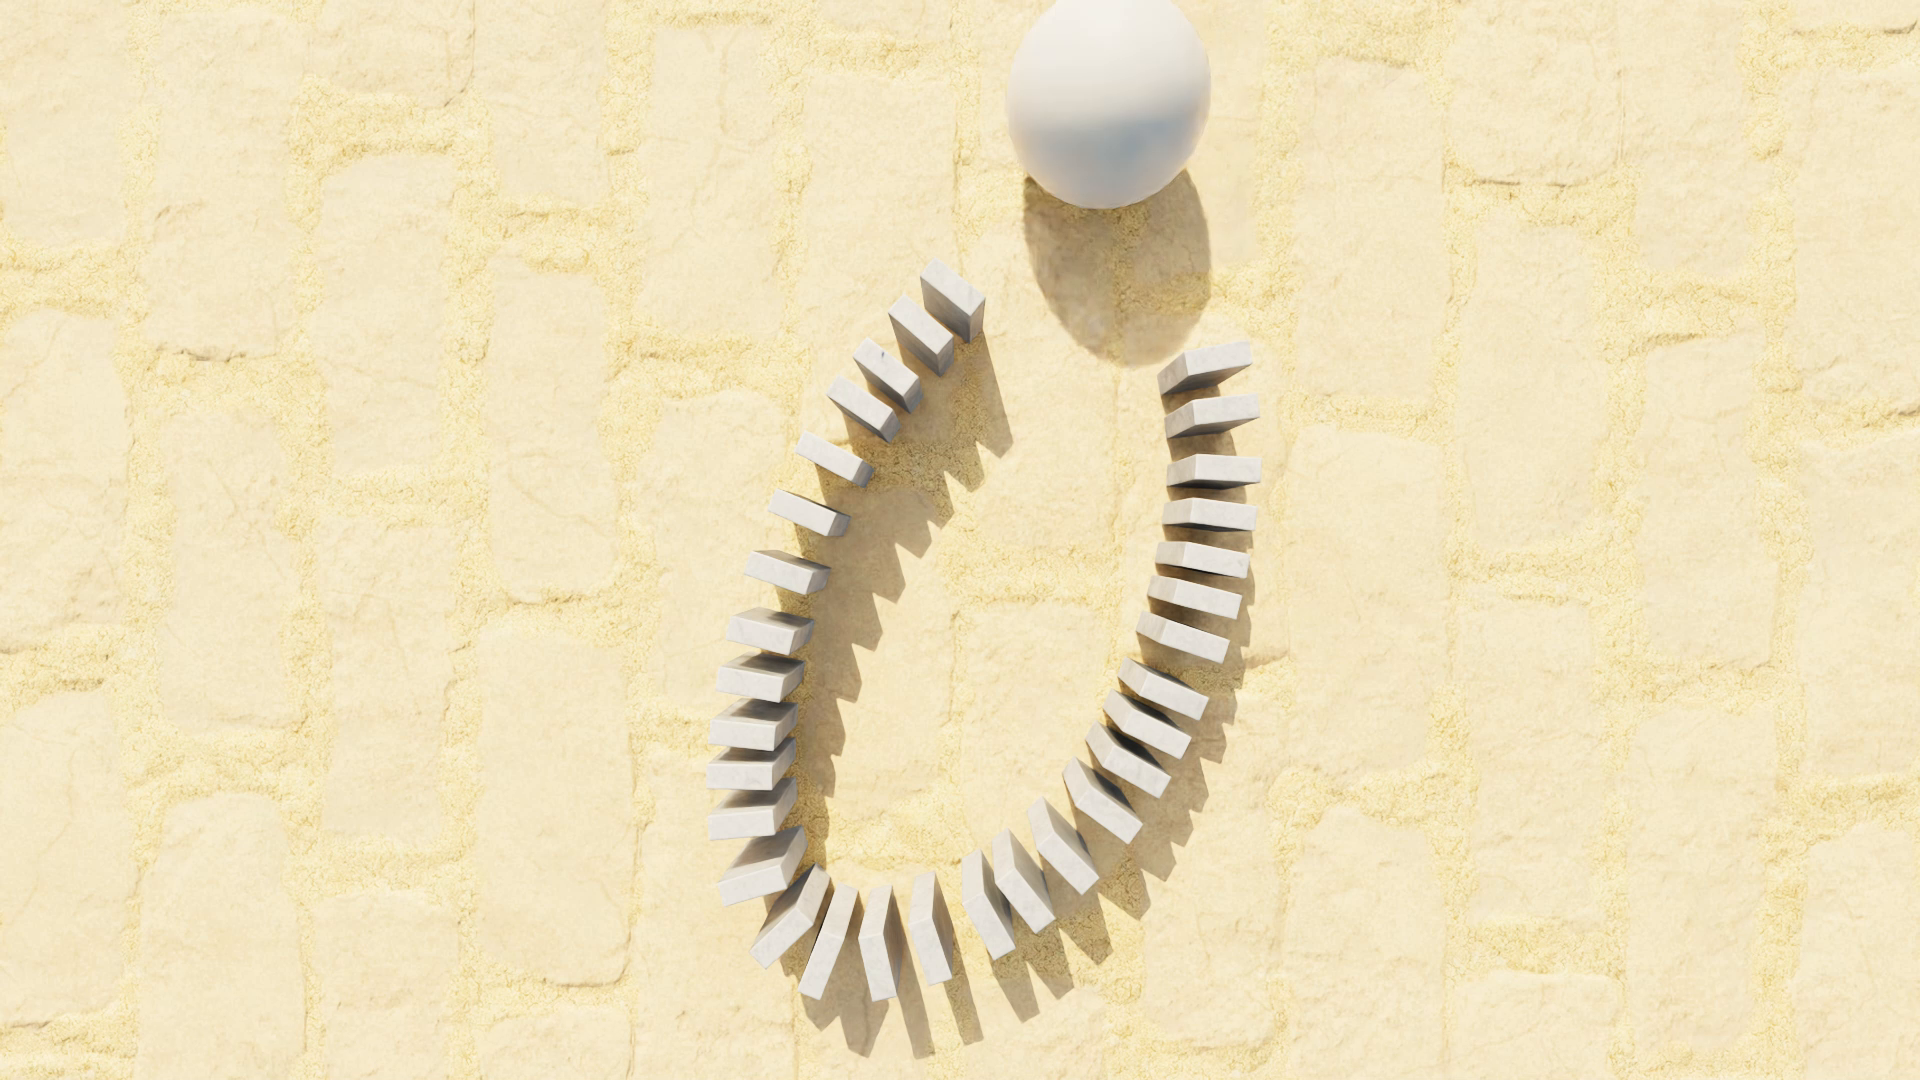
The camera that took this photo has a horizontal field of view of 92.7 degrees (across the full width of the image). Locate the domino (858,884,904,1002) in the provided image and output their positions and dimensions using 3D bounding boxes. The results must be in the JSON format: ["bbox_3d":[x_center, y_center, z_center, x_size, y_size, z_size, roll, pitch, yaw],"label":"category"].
[{"bbox_3d":[-0.031,0.163,0.375,0.010,0.050,0.025,-13,90,0],"label":"domino"}]

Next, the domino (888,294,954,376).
[{"bbox_3d":[-0.015,-0.083,0.375,0.025,0.050,0.009,41,90,0],"label":"domino"}]

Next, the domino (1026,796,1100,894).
[{"bbox_3d":[0.041,0.124,0.375,0.009,0.050,0.025,-45,90,0],"label":"domino"}]

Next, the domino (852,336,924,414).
[{"bbox_3d":[-0.029,-0.066,0.375,0.025,0.050,0.010,38,90,0],"label":"domino"}]

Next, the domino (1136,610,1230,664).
[{"bbox_3d":[0.090,0.039,0.375,0.025,0.050,0.009,18,90,0],"label":"domino"}]

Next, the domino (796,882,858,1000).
[{"bbox_3d":[-0.053,0.163,0.375,0.010,0.050,0.025,22,90,0],"label":"domino"}]

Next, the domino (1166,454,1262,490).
[{"bbox_3d":[0.103,-0.027,0.375,0.025,0.050,0.010,3,90,0],"label":"domino"}]

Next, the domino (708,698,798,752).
[{"bbox_3d":[-0.083,0.075,0.375,0.025,0.050,0.009,6,90,0],"label":"domino"}]

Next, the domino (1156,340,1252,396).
[{"bbox_3d":[0.099,-0.070,0.375,0.025,0.050,0.009,-10,90,0],"label":"domino"}]

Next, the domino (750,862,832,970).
[{"bbox_3d":[-0.068,0.152,0.375,0.025,0.050,0.010,-44,90,0],"label":"domino"}]

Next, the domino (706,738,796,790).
[{"bbox_3d":[-0.084,0.091,0.375,0.025,0.050,0.009,1,90,0],"label":"domino"}]

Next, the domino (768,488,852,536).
[{"bbox_3d":[-0.061,-0.011,0.375,0.025,0.050,0.009,23,90,0],"label":"domino"}]

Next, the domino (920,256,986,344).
[{"bbox_3d":[-0.003,-0.097,0.375,0.025,0.050,0.010,39,90,0],"label":"domino"}]

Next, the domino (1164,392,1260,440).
[{"bbox_3d":[0.102,-0.050,0.375,0.025,0.050,0.009,-7,90,0],"label":"domino"}]

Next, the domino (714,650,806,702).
[{"bbox_3d":[-0.081,0.055,0.375,0.025,0.050,0.010,10,90,0],"label":"domino"}]

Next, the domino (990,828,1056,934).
[{"bbox_3d":[0.025,0.138,0.375,0.009,0.050,0.025,-39,90,0],"label":"domino"}]

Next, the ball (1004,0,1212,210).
[{"bbox_3d":[0.058,-0.172,0.360,0.080,0.080,0.080,0,90,0],"label":"ball"}]

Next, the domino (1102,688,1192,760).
[{"bbox_3d":[0.075,0.074,0.375,0.025,0.050,0.009,26,90,0],"label":"domino"}]

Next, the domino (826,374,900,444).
[{"bbox_3d":[-0.039,-0.053,0.375,0.025,0.050,0.009,34,90,0],"label":"domino"}]

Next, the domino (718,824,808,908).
[{"bbox_3d":[-0.080,0.132,0.375,0.025,0.050,0.009,-16,90,0],"label":"domino"}]

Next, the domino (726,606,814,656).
[{"bbox_3d":[-0.076,0.037,0.375,0.025,0.050,0.009,14,90,0],"label":"domino"}]

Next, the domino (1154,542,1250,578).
[{"bbox_3d":[0.098,0.008,0.375,0.025,0.050,0.009,11,90,0],"label":"domino"}]

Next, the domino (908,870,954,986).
[{"bbox_3d":[-0.011,0.157,0.375,0.009,0.050,0.025,-19,90,0],"label":"domino"}]

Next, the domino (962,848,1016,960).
[{"bbox_3d":[0.011,0.148,0.375,0.009,0.050,0.025,-30,90,0],"label":"domino"}]

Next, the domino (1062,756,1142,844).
[{"bbox_3d":[0.057,0.105,0.375,0.025,0.050,0.009,36,90,0],"label":"domino"}]

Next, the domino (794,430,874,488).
[{"bbox_3d":[-0.050,-0.032,0.375,0.025,0.050,0.010,27,90,0],"label":"domino"}]

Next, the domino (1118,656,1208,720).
[{"bbox_3d":[0.082,0.060,0.375,0.025,0.050,0.009,23,90,0],"label":"domino"}]

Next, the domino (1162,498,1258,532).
[{"bbox_3d":[0.101,-0.010,0.375,0.025,0.050,0.010,8,90,0],"label":"domino"}]

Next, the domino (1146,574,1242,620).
[{"bbox_3d":[0.095,0.023,0.375,0.025,0.050,0.010,14,90,0],"label":"domino"}]

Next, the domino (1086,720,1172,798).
[{"bbox_3d":[0.068,0.089,0.375,0.025,0.050,0.009,30,90,0],"label":"domino"}]

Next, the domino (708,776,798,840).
[{"bbox_3d":[-0.084,0.109,0.375,0.025,0.050,0.009,-5,90,0],"label":"domino"}]

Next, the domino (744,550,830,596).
[{"bbox_3d":[-0.070,0.013,0.375,0.025,0.050,0.010,19,90,0],"label":"domino"}]
